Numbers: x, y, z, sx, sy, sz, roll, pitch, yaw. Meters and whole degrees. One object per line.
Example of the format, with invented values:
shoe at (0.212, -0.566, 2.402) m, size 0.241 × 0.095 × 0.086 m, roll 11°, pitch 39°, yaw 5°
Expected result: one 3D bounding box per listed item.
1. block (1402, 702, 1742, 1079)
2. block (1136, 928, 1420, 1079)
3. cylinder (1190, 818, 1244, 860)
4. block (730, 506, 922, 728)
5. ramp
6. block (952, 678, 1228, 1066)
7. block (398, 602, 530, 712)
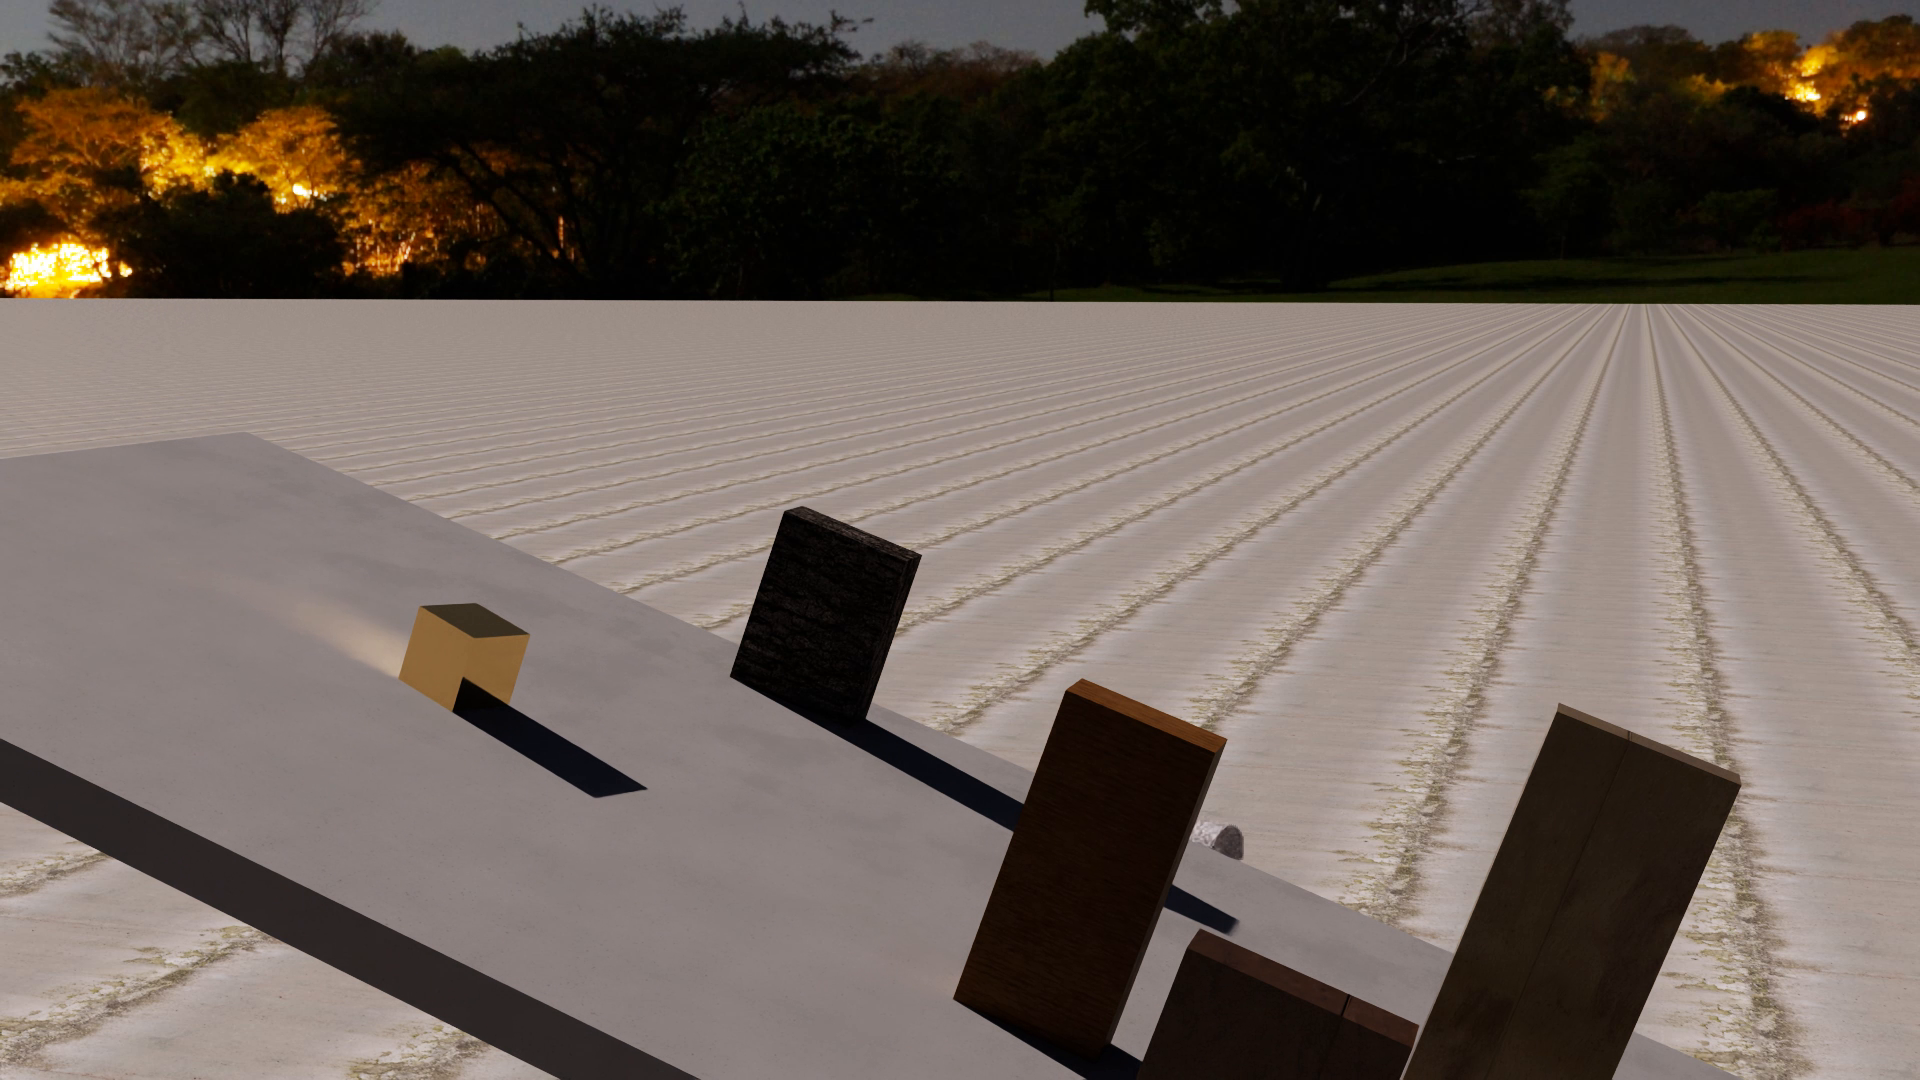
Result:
block at (1.076, 0.709, 3.915) m, size 0.328 × 0.768 × 0.084 m, roll 22°, pitch 13°, yaw 14°
block at (0.431, 0.835, 3.227) m, size 0.344 × 0.409 × 0.100 m, roll 22°, pitch 13°, yaw 14°
cylinder at (0.765, 0.951, 6.812) m, size 0.160 × 0.160 × 0.160 m, roll 6°, pitch 9°, yaw 43°
block at (-0.306, 0.173, 5.000) m, size 0.306 × 0.409 × 0.115 m, roll 22°, pitch 13°, yaw 14°
ramp at (-0.336, 0.618, 4.213) m, size 4.000 × 0.100 × 2.000 m, roll 22°, pitch 13°, yaw 14°
block at (0.217, 0.557, 3.710) m, size 0.266 × 0.580 × 0.112 m, roll 22°, pitch 13°, yaw 14°
block at (-0.976, 0.229, 4.331) m, size 0.156 × 0.156 × 0.156 m, roll 26°, pitch 14°, yaw 29°
